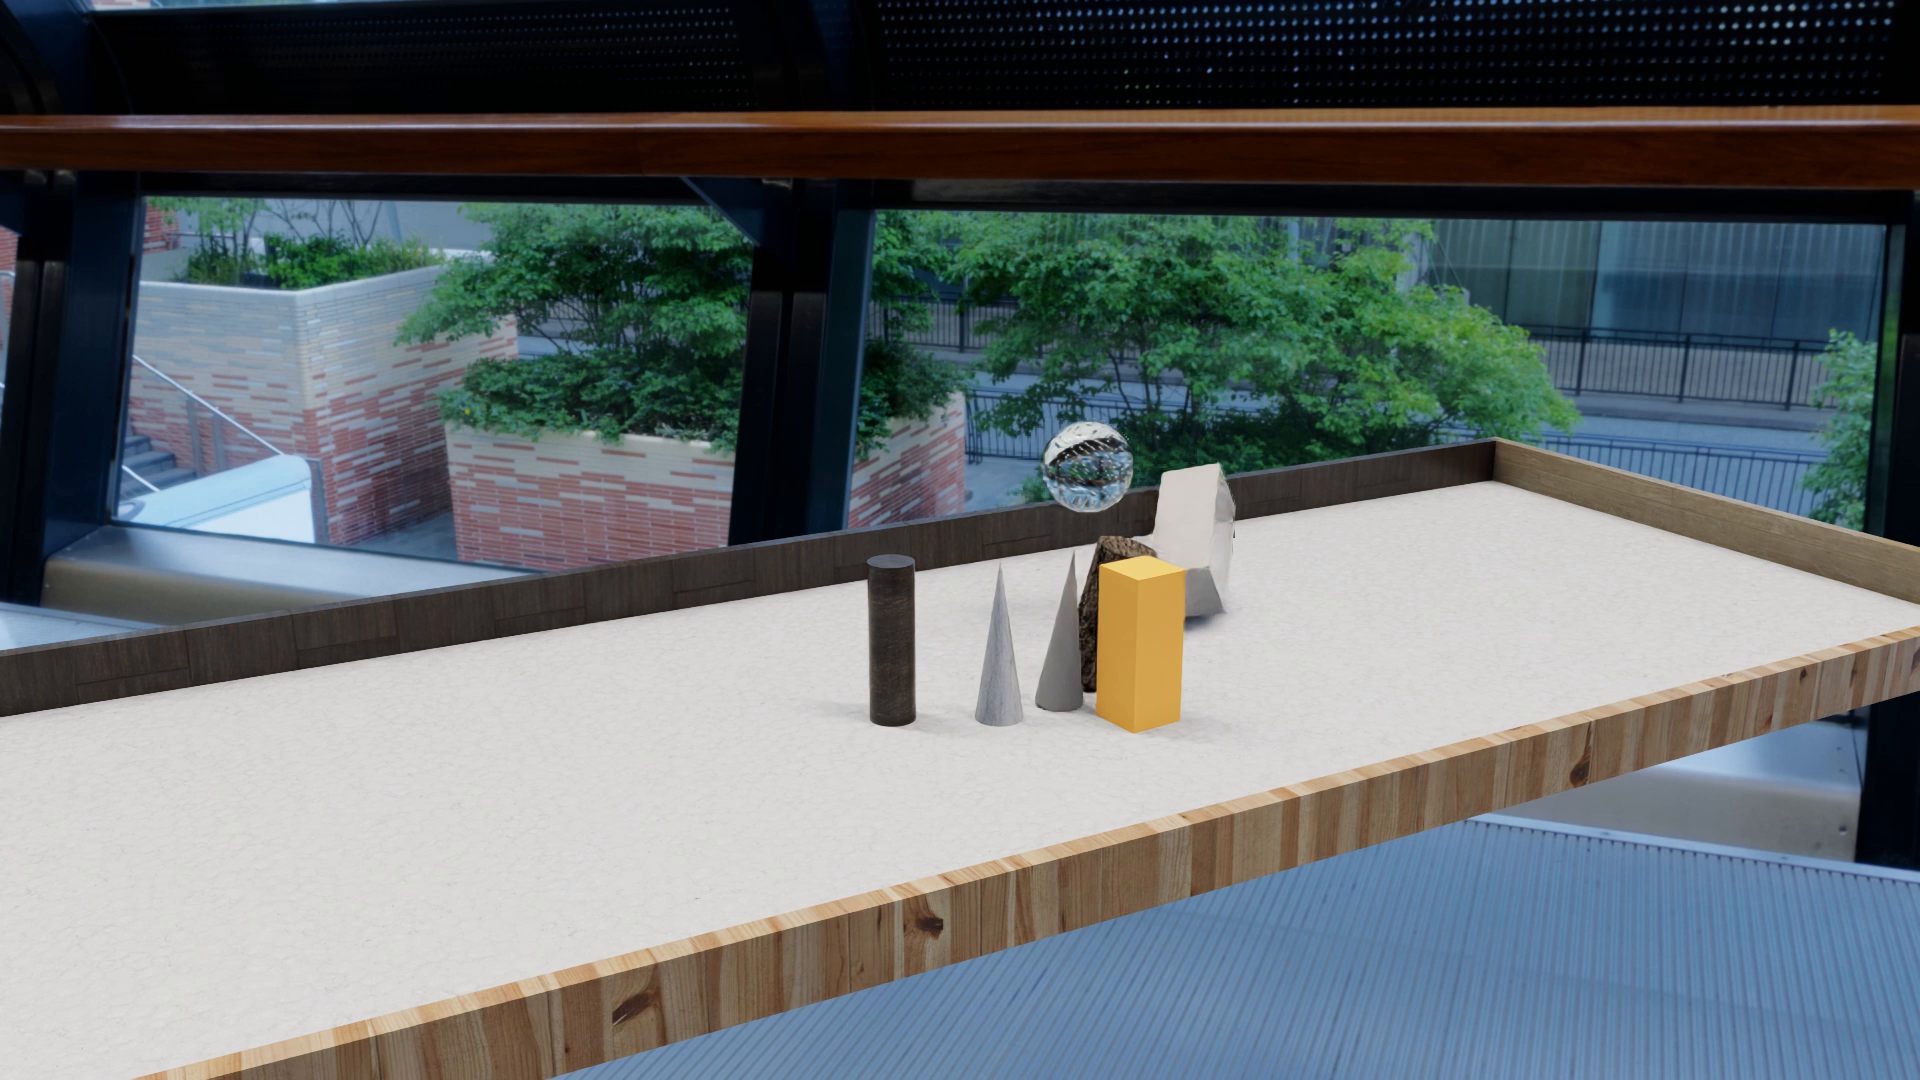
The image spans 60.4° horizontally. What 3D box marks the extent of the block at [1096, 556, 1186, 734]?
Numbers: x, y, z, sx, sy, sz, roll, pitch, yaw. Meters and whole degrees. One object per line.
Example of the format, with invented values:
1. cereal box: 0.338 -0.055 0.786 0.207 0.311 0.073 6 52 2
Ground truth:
1. block: 0.422 0.243 3.866 0.141 0.374 0.141 -11 19 -32

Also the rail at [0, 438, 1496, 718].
1. rail: -3.305 0.497 3.399 12.000 0.150 0.050 -9 18 -27

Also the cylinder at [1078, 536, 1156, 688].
1. cylinder: 0.367 0.179 4.080 0.148 0.350 0.148 13 18 -4

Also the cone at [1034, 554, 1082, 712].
1. cone: 0.253 0.204 3.920 0.118 0.405 0.118 3 24 -2

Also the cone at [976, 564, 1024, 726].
1. cone: 0.093 0.233 3.866 0.116 0.392 0.116 0 16 0

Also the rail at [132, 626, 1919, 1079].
1. rail: -2.336 1.006 1.665 12.000 0.150 0.050 -9 18 -27

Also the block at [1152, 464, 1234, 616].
1. block: 0.656 0.000 4.654 0.171 0.171 0.437 -9 39 22

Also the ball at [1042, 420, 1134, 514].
1. ball: 0.353 -0.202 4.564 0.256 0.256 0.256 0 16 0

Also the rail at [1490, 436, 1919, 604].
1. rail: 2.466 -0.048 5.253 0.050 0.150 2.100 -9 18 -27

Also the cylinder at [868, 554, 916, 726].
1. cylinder: -0.159 0.236 3.863 0.111 0.389 0.111 0 16 0
